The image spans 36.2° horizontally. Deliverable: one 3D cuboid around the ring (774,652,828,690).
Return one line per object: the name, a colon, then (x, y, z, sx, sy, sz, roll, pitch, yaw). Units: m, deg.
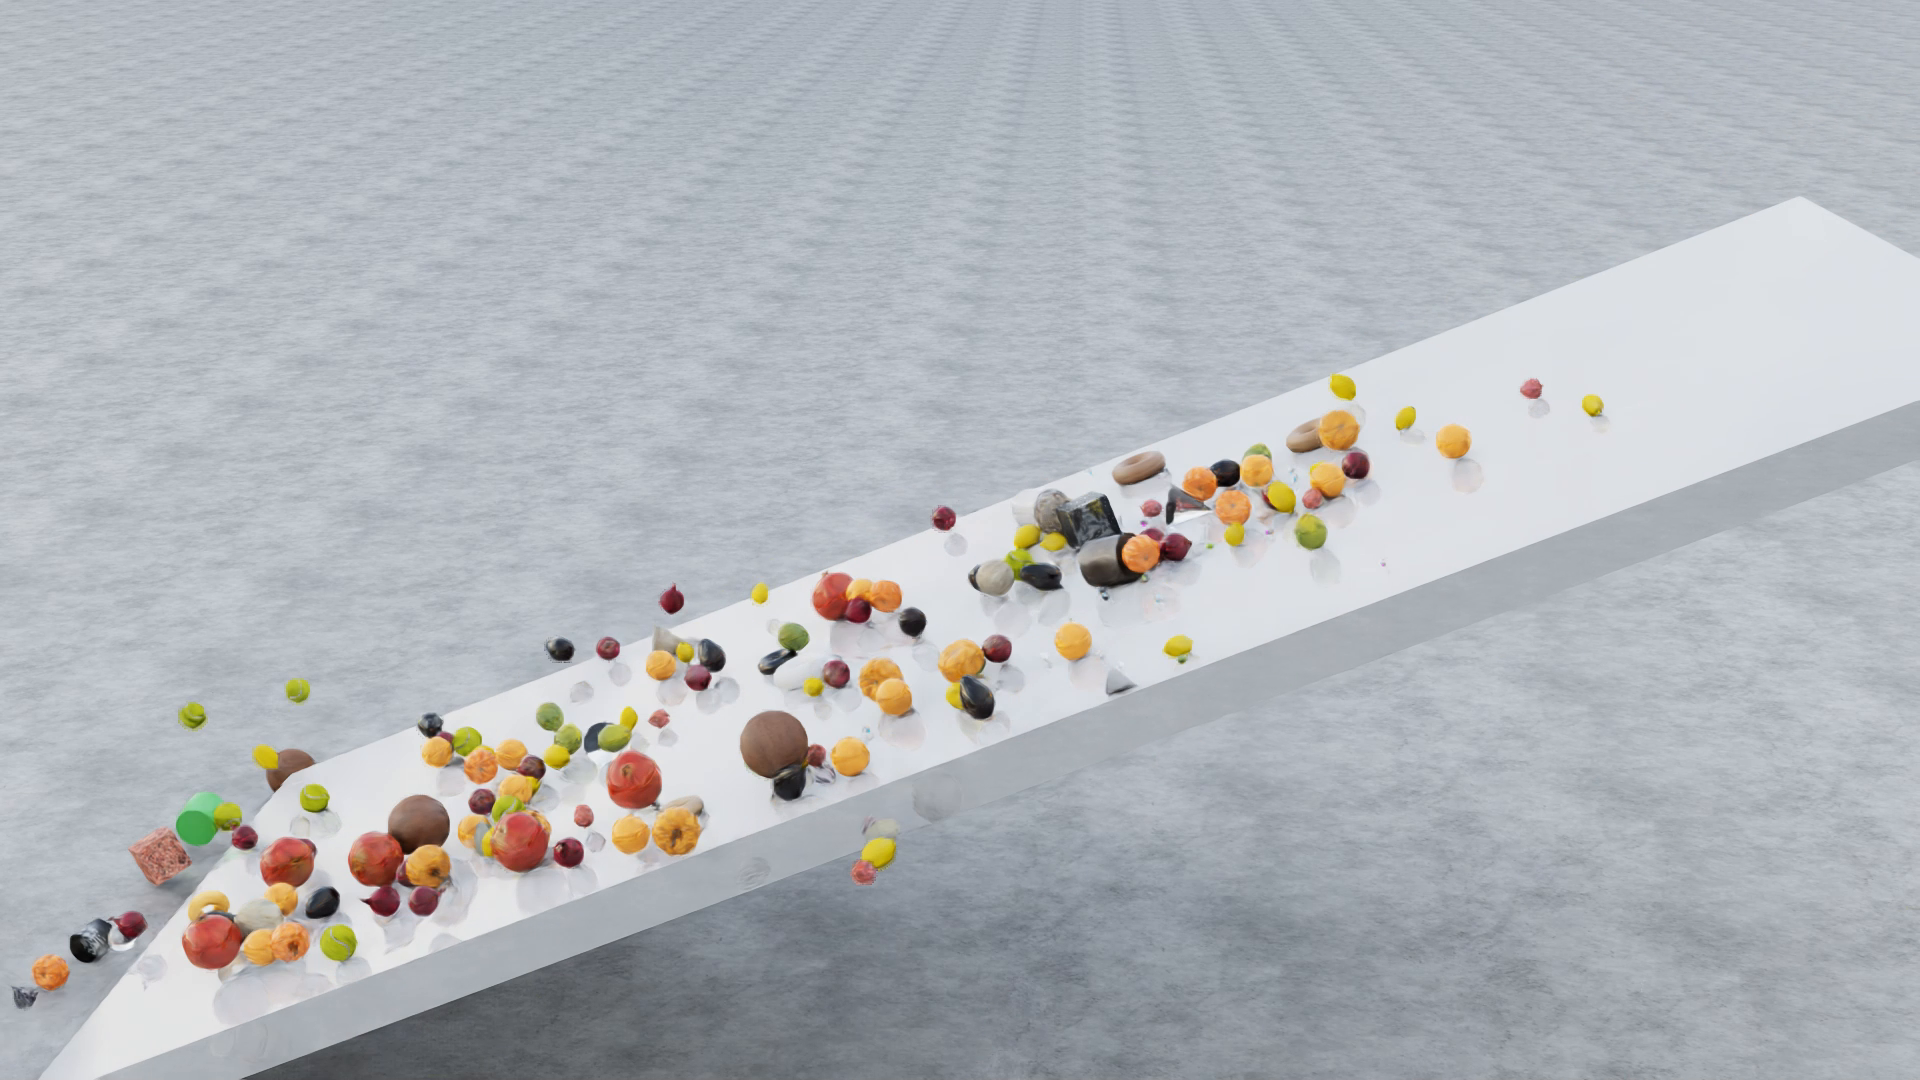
ring: (-0.337, 0.280, 6.311, 0.134, 0.045, 0.134, -20, 13, 5)

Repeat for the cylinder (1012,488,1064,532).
cylinder: (0.186, -0.070, 6.754, 0.098, 0.098, 0.098, -8, 7, -28)

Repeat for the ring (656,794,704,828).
ring: (-0.538, 0.521, 5.646, 0.098, 0.033, 0.098, -22, 13, 5)

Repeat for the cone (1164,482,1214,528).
cone: (0.497, -0.069, 6.324, 0.100, 0.100, 0.100, 7, 15, 7)

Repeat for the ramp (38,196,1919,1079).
ramp: (0.124, 0.173, 6.290, 4.000, 0.100, 2.000, -21, 12, 7)

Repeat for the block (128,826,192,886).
block: (-1.897, 0.749, 6.977, 0.096, 0.096, 0.096, -35, 17, -23)

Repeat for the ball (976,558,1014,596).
ball: (0.076, 0.080, 6.295, 0.082, 0.082, 0.082, 0, 14, 0)

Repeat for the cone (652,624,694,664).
cone: (-0.686, 0.252, 7.061, 0.098, 0.098, 0.098, 3, 13, -9)

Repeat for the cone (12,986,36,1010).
cone: (-1.995, 0.960, 6.238, 0.053, 0.053, 0.053, -11, 52, 14)

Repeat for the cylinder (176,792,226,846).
cylinder: (-1.860, 0.683, 7.211, 0.098, 0.098, 0.098, 1, 23, 3)

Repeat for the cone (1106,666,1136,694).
cone: (0.296, 0.258, 5.311, 0.052, 0.052, 0.052, 11, 16, 17)

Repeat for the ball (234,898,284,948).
ball: (-1.418, 0.775, 5.952, 0.100, 0.100, 0.100, 0, 14, 0)

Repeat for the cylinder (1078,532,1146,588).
cylinder: (0.314, 0.041, 6.045, 0.099, 0.099, 0.099, -12, 3, 40)

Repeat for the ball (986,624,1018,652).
ball: (0.084, 0.202, 5.947, 0.066, 0.066, 0.066, 0, 14, 0)

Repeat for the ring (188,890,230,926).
ring: (-1.570, 0.769, 6.146, 0.088, 0.088, 0.029, -9, 40, -31)

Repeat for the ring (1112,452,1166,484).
ring: (0.421, -0.170, 6.908, 0.131, 0.044, 0.131, -21, 13, 5)

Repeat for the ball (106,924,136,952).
ball: (-1.826, 0.867, 6.404, 0.060, 0.060, 0.060, 0, 14, 0)

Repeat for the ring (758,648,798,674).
ring: (-0.403, 0.269, 6.507, 0.094, 0.031, 0.094, -19, 16, 6)

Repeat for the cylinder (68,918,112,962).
cylinder: (-1.927, 0.890, 6.533, 0.072, 0.072, 0.072, 5, 22, 21)

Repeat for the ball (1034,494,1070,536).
ball: (0.217, -0.058, 6.661, 0.095, 0.095, 0.095, 0, 14, 0)

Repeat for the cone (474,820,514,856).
cone: (-0.941, 0.608, 5.993, 0.074, 0.074, 0.074, 1, 11, -31)

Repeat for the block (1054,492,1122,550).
block: (0.281, -0.041, 6.474, 0.094, 0.094, 0.094, -25, 12, -14)

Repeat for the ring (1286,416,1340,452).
ring: (0.784, -0.233, 6.532, 0.127, 0.042, 0.127, -23, 15, 7)
